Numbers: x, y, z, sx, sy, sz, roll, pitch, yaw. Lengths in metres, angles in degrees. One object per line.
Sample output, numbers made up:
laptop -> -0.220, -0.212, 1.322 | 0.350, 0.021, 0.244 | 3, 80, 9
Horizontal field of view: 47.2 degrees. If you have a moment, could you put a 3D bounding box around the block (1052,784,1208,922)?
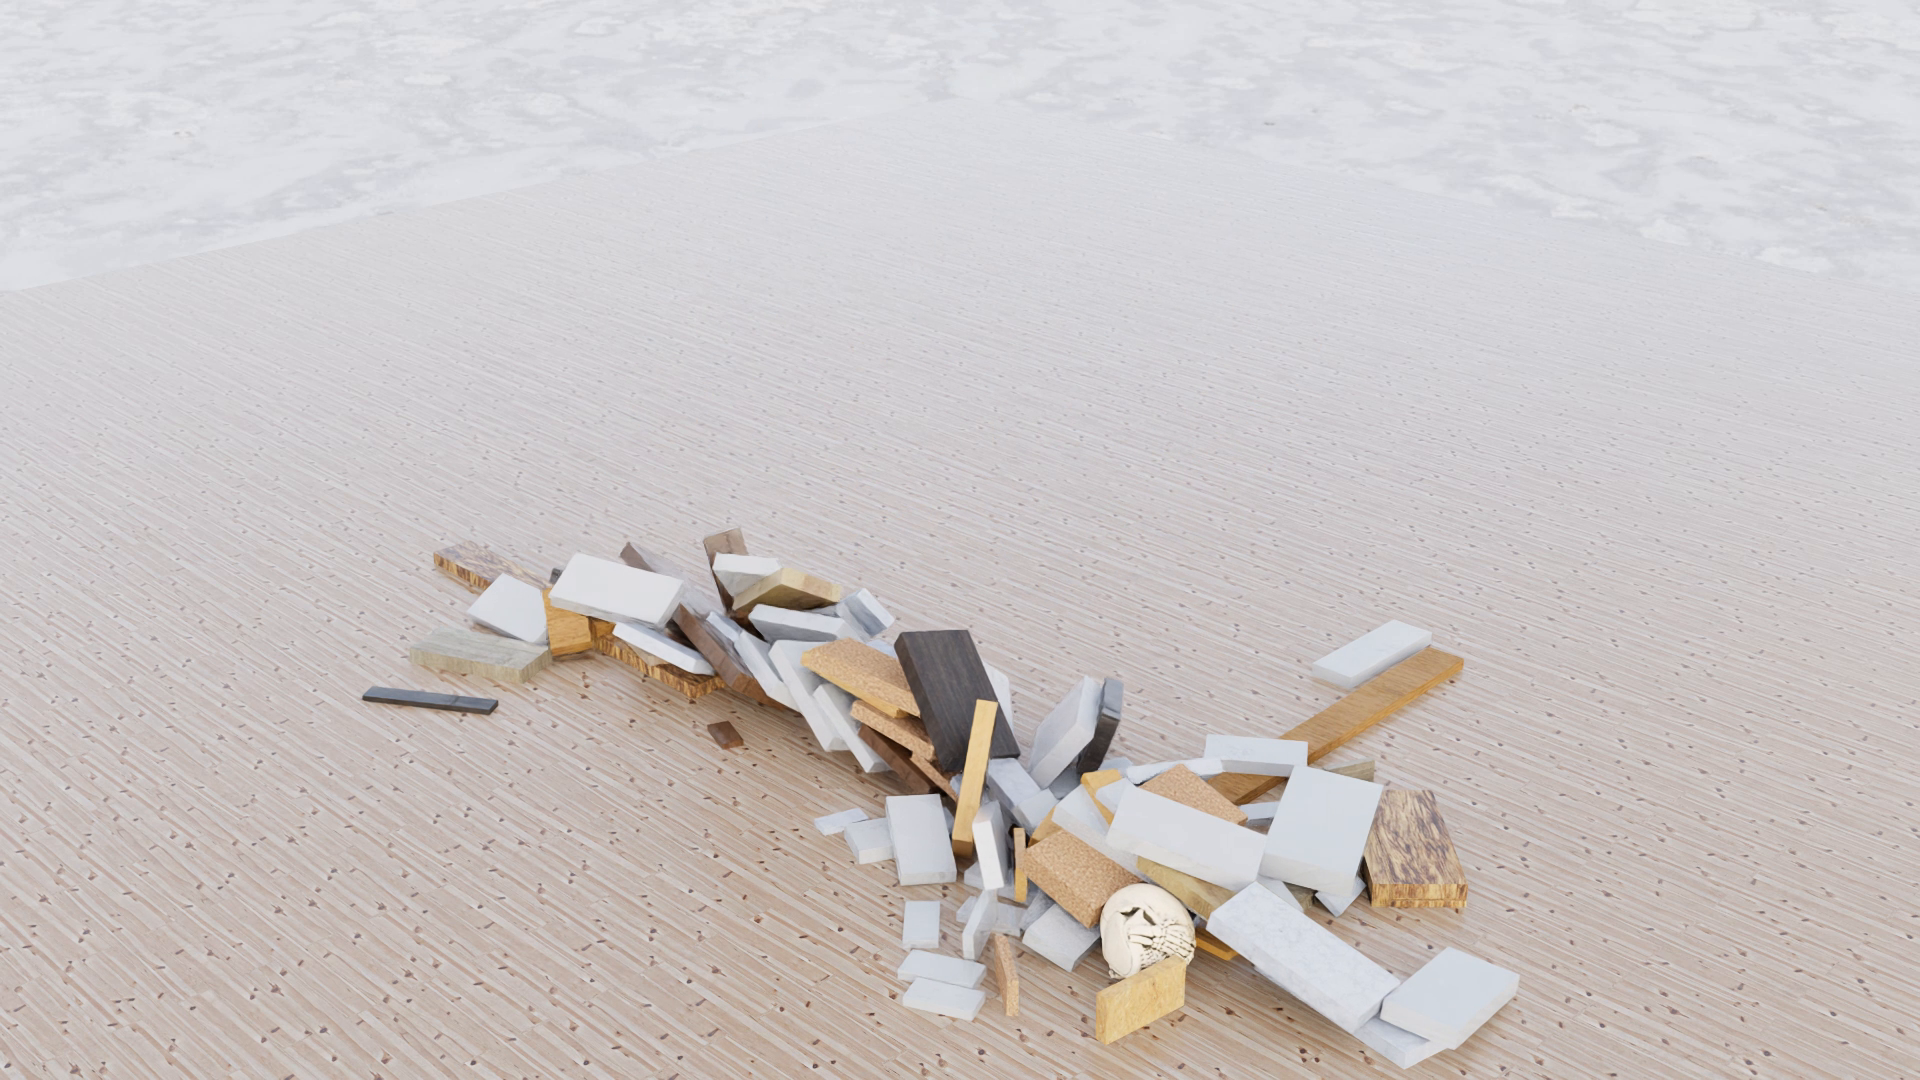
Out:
block -> 0.355, 0.567, 4.089 | 0.352, 0.040, 0.141 | 31, 37, 22

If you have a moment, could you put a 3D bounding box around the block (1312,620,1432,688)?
block -> 0.957, 0.263, 5.103 | 0.105, 0.030, 0.329 | 21, 31, 40

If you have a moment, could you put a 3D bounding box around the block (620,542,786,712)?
block -> -0.607, 0.192, 5.153 | 0.148, 0.042, 0.803 | 29, 6, -33

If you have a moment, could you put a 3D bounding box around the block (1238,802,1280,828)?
block -> 0.604, 0.553, 4.436 | 0.116, 0.016, 0.058 | -5, 23, -11

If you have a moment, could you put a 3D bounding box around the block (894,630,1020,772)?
block -> -0.008, 0.325, 4.490 | 0.160, 0.045, 0.319 | -1, 50, -30

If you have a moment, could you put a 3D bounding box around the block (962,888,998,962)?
block -> 0.037, 0.699, 3.996 | 0.020, 0.071, 0.142 | 6, 32, 17

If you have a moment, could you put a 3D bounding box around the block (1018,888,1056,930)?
block -> 0.162, 0.689, 4.072 | 0.065, 0.018, 0.130 | 29, 34, 9

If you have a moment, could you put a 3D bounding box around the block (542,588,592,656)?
block -> -0.913, 0.183, 5.111 | 0.093, 0.026, 0.185 | -12, 49, -8

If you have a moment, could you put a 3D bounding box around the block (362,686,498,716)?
block -> -1.180, 0.358, 4.900 | 0.305, 0.014, 0.049 | 5, 24, 12

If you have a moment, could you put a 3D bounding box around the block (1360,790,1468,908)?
block -> 0.863, 0.598, 4.288 | 0.178, 0.050, 0.355 | 0, 23, 0

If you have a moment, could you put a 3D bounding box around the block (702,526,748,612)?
block -> -0.554, 0.070, 5.345 | 0.093, 0.185, 0.026 | -19, 8, -18

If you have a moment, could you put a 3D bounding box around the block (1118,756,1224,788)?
block -> 0.396, 0.478, 4.416 | 0.245, 0.035, 0.122 | -3, -19, -35

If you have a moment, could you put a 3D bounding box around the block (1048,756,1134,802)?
block -> 0.259, 0.504, 4.534 | 0.232, 0.030, 0.107 | -9, 25, -20

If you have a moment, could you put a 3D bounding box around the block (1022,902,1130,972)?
block -> 0.214, 0.704, 4.028 | 0.105, 0.030, 0.211 | 29, 33, 21

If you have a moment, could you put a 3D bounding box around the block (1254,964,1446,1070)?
block -> 0.682, 0.799, 3.835 | 0.115, 0.033, 0.364 | -16, 28, -33

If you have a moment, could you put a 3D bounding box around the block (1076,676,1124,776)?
block -> 0.293, 0.390, 4.589 | 0.040, 0.140, 0.280 | 23, 13, 1

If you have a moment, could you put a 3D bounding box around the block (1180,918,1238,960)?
block -> 0.461, 0.728, 4.024 | 0.117, 0.017, 0.058 | 21, 31, 40

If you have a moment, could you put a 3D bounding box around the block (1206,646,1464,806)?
block -> 0.821, 0.401, 4.783 | 0.092, 0.026, 0.893 | 20, 30, 39

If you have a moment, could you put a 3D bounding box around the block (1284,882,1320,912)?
block -> 0.583, 0.641, 4.208 | 0.230, 0.033, 0.115 | 20, 30, 39

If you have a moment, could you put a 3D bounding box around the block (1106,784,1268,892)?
block -> 0.413, 0.544, 3.996 | 0.273, 0.039, 0.136 | 20, 33, 8

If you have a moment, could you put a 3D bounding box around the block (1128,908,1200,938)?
block -> 0.376, 0.705, 4.050 | 0.117, 0.017, 0.058 | 0, 20, 29

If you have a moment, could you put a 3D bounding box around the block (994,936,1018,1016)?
block -> 0.082, 0.765, 3.866 | 0.020, 0.071, 0.142 | -3, 23, -7

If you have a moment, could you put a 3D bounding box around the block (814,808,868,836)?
block -> -0.237, 0.565, 4.412 | 0.097, 0.014, 0.049 | -12, 25, -25

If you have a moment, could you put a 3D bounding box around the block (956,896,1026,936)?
block -> 0.065, 0.699, 4.089 | 0.130, 0.018, 0.065 | 10, 25, 22

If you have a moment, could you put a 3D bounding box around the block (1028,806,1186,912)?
block -> 0.292, 0.612, 4.154 | 0.315, 0.031, 0.109 | 25, 35, 15

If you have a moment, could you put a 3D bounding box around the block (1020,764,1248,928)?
block -> 0.334, 0.571, 4.155 | 0.457, 0.050, 0.178 | -22, 49, -42

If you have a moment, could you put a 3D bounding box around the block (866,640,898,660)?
block -> -0.154, 0.320, 4.948 | 0.160, 0.045, 0.330 | -16, 28, -34

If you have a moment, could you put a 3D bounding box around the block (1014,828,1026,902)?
block -> 0.113, 0.613, 4.158 | 0.021, 0.073, 0.146 | 0, 23, 0

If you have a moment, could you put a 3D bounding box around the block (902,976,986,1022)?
block -> -0.028, 0.803, 3.846 | 0.130, 0.018, 0.065 | 9, 24, 19

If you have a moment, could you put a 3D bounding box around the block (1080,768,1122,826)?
block -> 0.292, 0.490, 4.121 | 0.073, 0.021, 0.146 | -5, 39, -27

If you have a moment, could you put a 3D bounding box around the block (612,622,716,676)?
block -> -0.662, 0.244, 4.950 | 0.221, 0.031, 0.110 | 24, 3, 22

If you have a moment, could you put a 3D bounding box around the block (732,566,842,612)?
block -> -0.404, 0.138, 5.102 | 0.148, 0.042, 0.295 | 20, -23, -22

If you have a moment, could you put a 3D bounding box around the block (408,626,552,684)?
block -> -1.109, 0.265, 5.089 | 0.301, 0.037, 0.130 | 9, 25, 20

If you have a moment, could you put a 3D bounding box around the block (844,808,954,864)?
block -> -0.111, 0.584, 4.347 | 0.214, 0.030, 0.107 | -8, 24, -17

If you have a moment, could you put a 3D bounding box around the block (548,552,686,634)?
block -> -0.797, 0.124, 5.112 | 0.280, 0.040, 0.140 | 14, 49, 15

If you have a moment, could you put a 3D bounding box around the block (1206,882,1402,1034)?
block -> 0.592, 0.717, 3.799 | 0.313, 0.039, 0.136 | 33, 38, 29

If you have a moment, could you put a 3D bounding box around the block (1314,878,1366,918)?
block -> 0.718, 0.660, 4.144 | 0.058, 0.016, 0.116 | 47, 39, 10

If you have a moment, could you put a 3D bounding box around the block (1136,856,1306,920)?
block -> 0.522, 0.668, 3.920 | 0.443, 0.035, 0.122 | 34, 38, 30

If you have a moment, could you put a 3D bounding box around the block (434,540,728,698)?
block -> -0.930, 0.178, 5.301 | 0.110, 0.031, 1.065 | -21, 31, -40

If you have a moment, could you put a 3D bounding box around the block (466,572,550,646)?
block -> -1.045, 0.172, 5.229 | 0.261, 0.037, 0.131 | 20, 60, 39
